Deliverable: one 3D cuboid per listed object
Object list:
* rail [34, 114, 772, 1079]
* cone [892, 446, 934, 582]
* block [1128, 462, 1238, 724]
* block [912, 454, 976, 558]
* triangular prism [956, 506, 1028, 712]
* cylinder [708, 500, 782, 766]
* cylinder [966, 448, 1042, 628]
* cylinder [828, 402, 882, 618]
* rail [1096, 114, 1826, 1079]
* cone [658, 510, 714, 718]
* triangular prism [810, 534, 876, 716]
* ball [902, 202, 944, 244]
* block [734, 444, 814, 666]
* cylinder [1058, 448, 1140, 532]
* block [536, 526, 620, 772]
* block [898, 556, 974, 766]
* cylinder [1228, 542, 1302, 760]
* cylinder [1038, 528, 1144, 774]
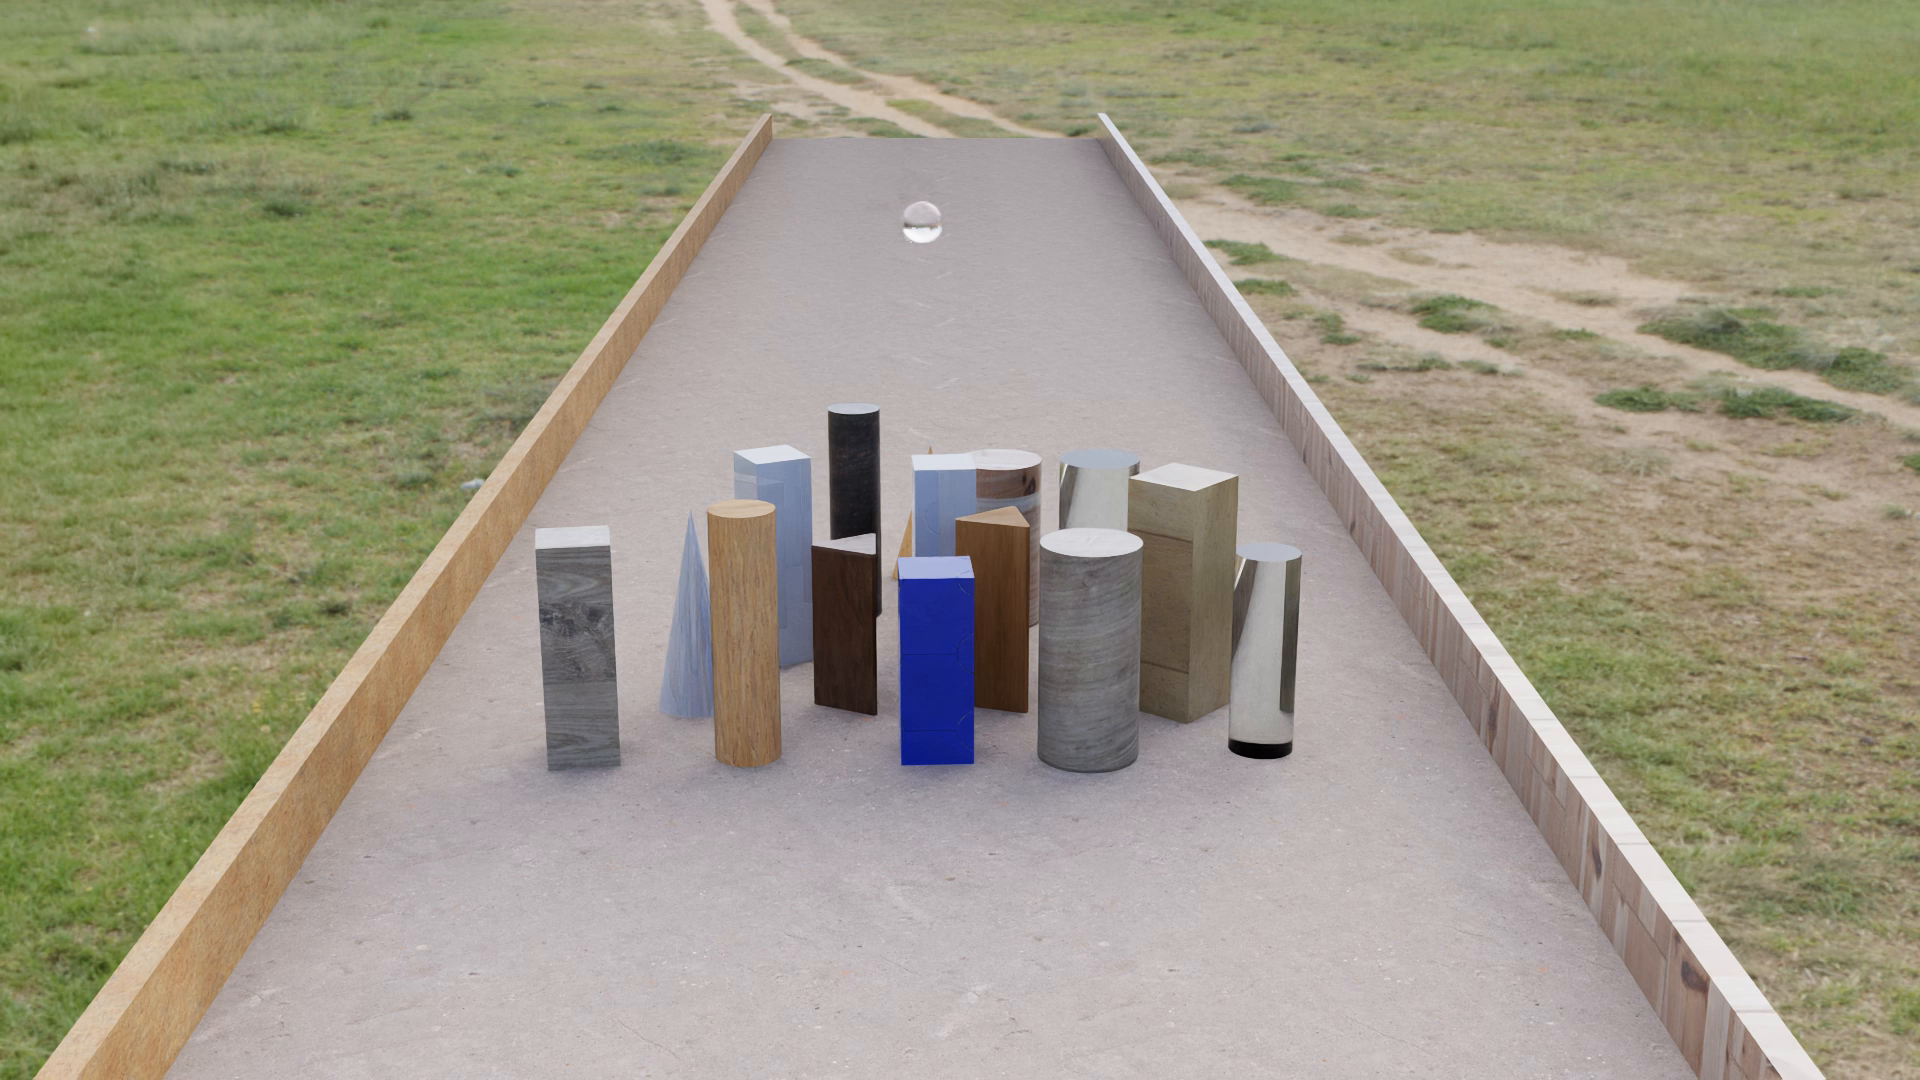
[{"bbox_3d":[-1.118,-0.838,7.780,0.050,0.150,12.000,0,17,-1],"label":"rail"},{"bbox_3d":[-0.065,-0.067,4.916,0.175,0.305,0.175,0,17,0],"label":"cone"},{"bbox_3d":[0.412,0.098,4.112,0.146,0.448,0.146,13,21,38],"label":"block"},{"bbox_3d":[-0.033,0.037,4.403,0.120,0.399,0.120,-1,17,-4],"label":"block"},{"bbox_3d":[0.080,0.127,4.160,0.143,0.365,0.124,6,18,19],"label":"triangular prism"},{"bbox_3d":[-0.378,0.165,3.871,0.118,0.457,0.118,0,17,0],"label":"cylinder"},{"bbox_3d":[0.082,0.000,4.614,0.176,0.350,0.176,0,17,0],"label":"cylinder"},{"bbox_3d":[-0.221,-0.060,4.643,0.109,0.448,0.109,0,17,0],"label":"cylinder"},{"bbox_3d":[0.932,-0.844,7.801,0.050,0.150,12.000,0,17,-1],"label":"rail"},{"bbox_3d":[-0.499,0.125,4.125,0.149,0.389,0.149,0,17,0],"label":"cone"},{"bbox_3d":[-0.191,0.154,4.157,0.135,0.316,0.117,8,19,26],"label":"triangular prism"},{"bbox_3d":[-0.164,-1.378,9.541,0.182,0.182,0.182,0,17,0],"label":"ball"},{"bbox_3d":[-0.369,0.033,4.379,0.116,0.420,0.116,-9,19,-27],"label":"block"},{"bbox_3d":[0.273,0.041,4.356,0.157,0.417,0.157,0,17,0],"label":"cylinder"},{"bbox_3d":[-0.672,0.190,3.874,0.127,0.407,0.127,-3,17,-10],"label":"block"},{"bbox_3d":[-0.043,0.214,3.902,0.129,0.345,0.129,-1,17,-3],"label":"block"},{"bbox_3d":[0.542,0.198,3.916,0.116,0.368,0.116,0,17,0],"label":"cylinder"},{"bbox_3d":[0.229,0.193,3.881,0.180,0.396,0.180,0,17,0],"label":"cylinder"}]
